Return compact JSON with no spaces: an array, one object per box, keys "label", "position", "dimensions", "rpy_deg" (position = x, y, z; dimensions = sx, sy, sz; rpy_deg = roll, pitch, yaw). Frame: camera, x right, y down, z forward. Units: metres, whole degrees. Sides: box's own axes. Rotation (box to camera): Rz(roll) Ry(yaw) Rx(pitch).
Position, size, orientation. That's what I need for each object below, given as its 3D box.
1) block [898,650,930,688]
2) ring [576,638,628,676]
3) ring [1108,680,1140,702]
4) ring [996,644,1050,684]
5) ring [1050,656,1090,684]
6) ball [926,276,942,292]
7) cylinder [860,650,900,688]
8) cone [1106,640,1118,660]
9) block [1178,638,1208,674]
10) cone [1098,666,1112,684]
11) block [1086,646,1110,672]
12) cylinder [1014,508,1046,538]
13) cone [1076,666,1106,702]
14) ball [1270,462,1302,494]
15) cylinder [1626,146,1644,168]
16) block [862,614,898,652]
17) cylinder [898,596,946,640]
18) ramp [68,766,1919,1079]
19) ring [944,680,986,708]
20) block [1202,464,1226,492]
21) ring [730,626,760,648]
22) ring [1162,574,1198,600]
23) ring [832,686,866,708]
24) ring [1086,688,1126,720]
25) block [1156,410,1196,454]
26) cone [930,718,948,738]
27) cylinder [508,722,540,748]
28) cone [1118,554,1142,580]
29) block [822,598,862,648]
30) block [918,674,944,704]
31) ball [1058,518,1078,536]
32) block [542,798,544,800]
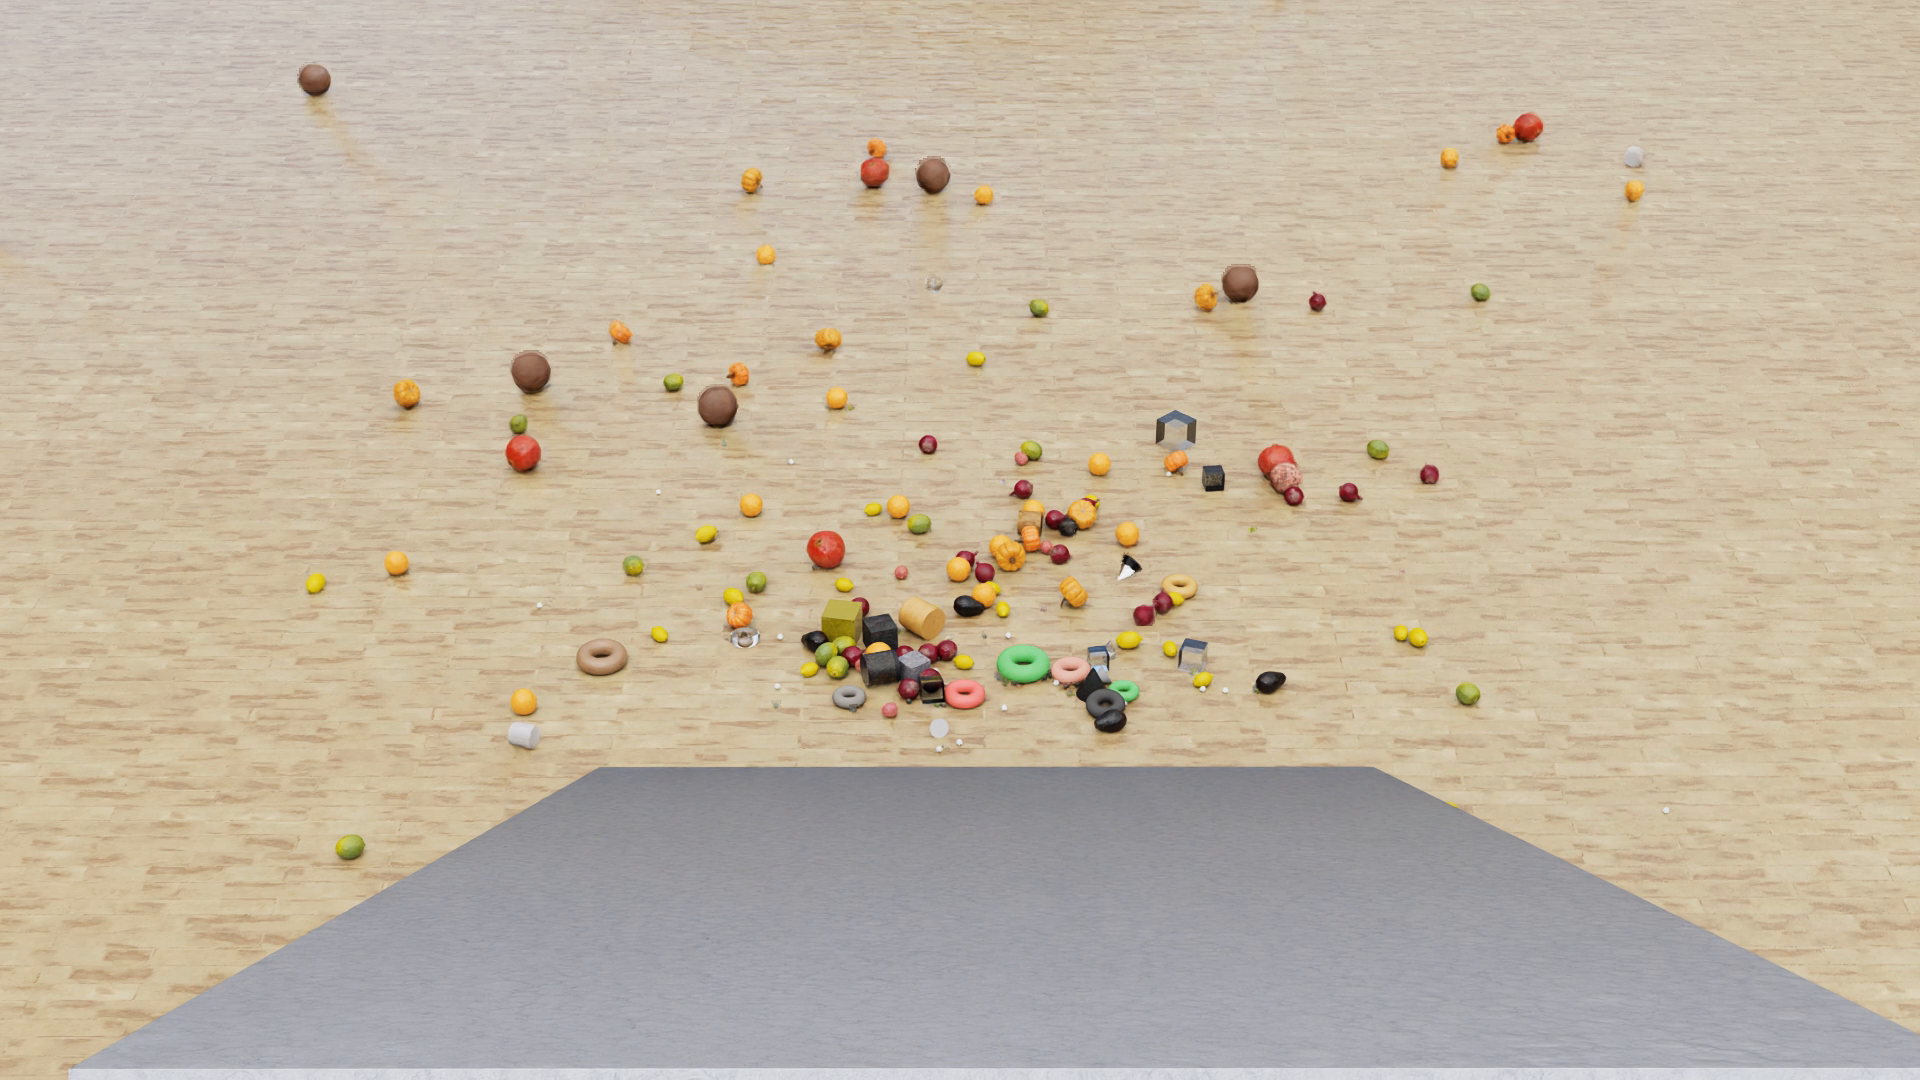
[{"label":"block","position":[-0.128,0.358,7.171],"dimensions":[0.067,0.067,0.067],"rpy_deg":[-23,38,-33]},{"label":"ring","position":[-1.002,0.326,7.243],"dimensions":[0.144,0.048,0.144],"rpy_deg":[0,33,0]},{"label":"ring","position":[0.449,0.415,7.115],"dimensions":[0.087,0.029,0.087],"rpy_deg":[-1,31,1]},{"label":"ring","position":[0.176,0.345,7.211],"dimensions":[0.149,0.050,0.149],"rpy_deg":[0,33,0]},{"label":"ring","position":[0.308,0.362,7.193],"dimensions":[0.112,0.037,0.112],"rpy_deg":[-3,30,2]},{"label":"ball","position":[-0.094,-0.913,9.262],"dimensions":[0.058,0.058,0.058],"rpy_deg":[0,31,0]},{"label":"cylinder","position":[-0.220,0.354,7.155],"dimensions":[0.091,0.091,0.091],"rpy_deg":[-9,33,-15]},{"label":"cone","position":[0.420,0.301,7.280],"dimensions":[0.052,0.052,0.052],"rpy_deg":[0,31,0]},{"label":"block","position":[0.650,0.324,7.229],"dimensions":[0.065,0.065,0.065],"rpy_deg":[11,33,17]},{"label":"cone","position":[0.382,0.385,7.168],"dimensions":[0.056,0.056,0.056],"rpy_deg":[-30,34,2]},{"label":"block","position":[0.386,0.332,7.229],"dimensions":[0.052,0.052,0.052],"rpy_deg":[-6,32,-10]},{"label":"cylinder","position":[0.212,-0.053,7.841],"dimensions":[0.070,0.070,0.070],"rpy_deg":[29,36,5]},{"label":"cone","position":[0.365,0.384,7.105],"dimensions":[0.092,0.092,0.092],"rpy_deg":[0,31,0]},{"label":"ball","position":[1.010,-0.192,8.043],"dimensions":[0.098,0.098,0.098],"rpy_deg":[0,31,0]},{"label":"cylinder","position":[2.667,-1.515,10.244],"dimensions":[0.063,0.063,0.063],"rpy_deg":[11,33,17]},{"label":"block","position":[-0.225,0.267,7.309],"dimensions":[0.079,0.079,0.079],"rpy_deg":[-11,33,-17]},{"label":"cylinder","position":[-0.109,0.221,7.368],"dimensions":[0.095,0.095,0.095],"rpy_deg":[-27,40,-37]},{"label":"ramp","position":[0.070,0.618,4.699],"dimensions":[2.000,0.100,4.000],"rpy_deg":[0,-1,0]},{"label":"ring","position":[0.012,0.422,7.096],"dimensions":[0.114,0.038,0.114],"rpy_deg":[1,32,0]},{"label":"block","position":[0.790,-0.192,8.081],"dimensions":[0.059,0.059,0.059],"rpy_deg":[-4,32,-6]},{"label":"ring","position":[-0.609,0.275,7.344],"dimensions":[0.087,0.029,0.087],"rpy_deg":[0,33,0]},{"label":"ring","position":[0.641,0.136,7.566],"dimensions":[0.108,0.036,0.108],"rpy_deg":[1,32,-1]},{"label":"ring","position":[-0.303,0.429,7.090],"dimensions":[0.093,0.031,0.093],"rpy_deg":[1,30,0]},{"label":"ring","position":[0.396,0.447,7.048],"dimensions":[0.108,0.036,0.108],"rpy_deg":[-1,40,1]},{"label":"block","position":[0.693,-0.347,8.304],"dimensions":[0.091,0.091,0.091],"rpy_deg":[-27,41,-37]},{"label":"cone","position":[-0.065,0.504,6.974],"dimensions":[0.054,0.054,0.054],"rpy_deg":[-12,7,-19]},{"label":"cylinder","position":[-1.164,0.521,6.909],"dimensions":[0.063,0.063,0.063],"rpy_deg":[10,33,16]},{"label":"cone","position":[0.486,0.094,7.637],"dimensions":[0.072,0.072,0.072],"rpy_deg":[27,67,37]},{"label":"block","position":[-0.334,0.237,7.342],"dimensions":[0.096,0.096,0.096],"rpy_deg":[6,32,10]},{"label":"block","position":[-0.077,0.408,7.079],"dimensions":[0.061,0.061,0.061],"rpy_deg":[-5,13,-8]},{"label":"ball","position":[0.327,-0.039,7.831],"dimensions":[0.056,0.056,0.056],"rpy_deg":[0,31,0]},{"label":"block","position":[-1.051,0.708,6.601],"dimensions":[0.064,0.064,0.064],"rpy_deg":[17,35,25]}]
